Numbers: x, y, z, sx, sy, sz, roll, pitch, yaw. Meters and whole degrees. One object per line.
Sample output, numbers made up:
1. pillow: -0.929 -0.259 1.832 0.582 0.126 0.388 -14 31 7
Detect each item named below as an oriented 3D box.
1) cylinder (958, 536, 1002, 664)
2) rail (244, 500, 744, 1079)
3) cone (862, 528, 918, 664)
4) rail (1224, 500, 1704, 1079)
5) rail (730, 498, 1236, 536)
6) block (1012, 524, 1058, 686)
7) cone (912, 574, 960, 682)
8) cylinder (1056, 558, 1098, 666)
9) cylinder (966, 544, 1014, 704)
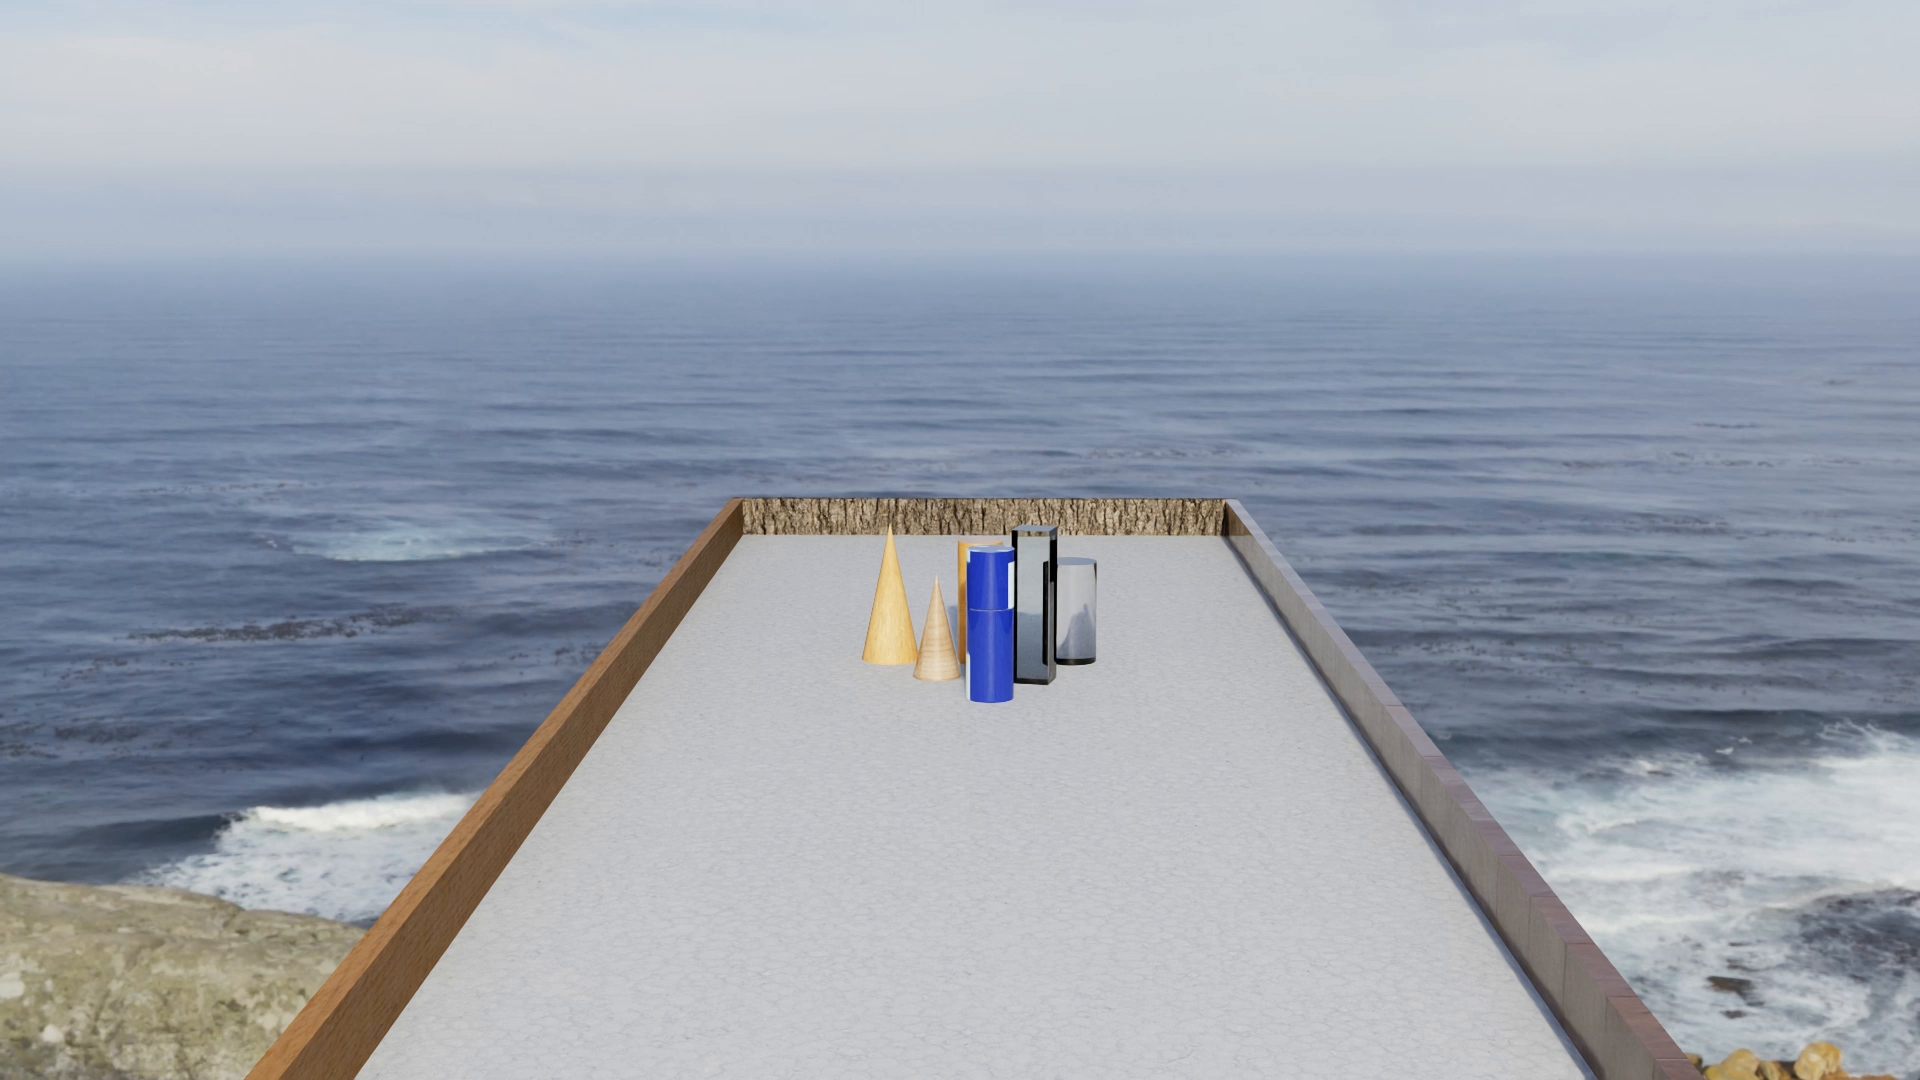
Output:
1. cylinder: 0.061 0.185 6.661 0.137 0.371 0.137 0 9 0
2. rail: -1.004 0.839 3.234 0.050 0.150 12.000 0 9 1
3. cone: -0.212 0.155 6.689 0.176 0.420 0.176 0 9 0
4. rail: 1.046 0.843 3.208 0.050 0.150 12.000 0 9 1
5. rail: 0.099 -0.098 9.147 2.100 0.150 0.050 0 9 1
6. block: 0.216 0.188 6.388 0.110 0.450 0.110 2 9 15
7. cone: -0.068 0.249 6.456 0.142 0.308 0.142 0 9 0
8. cylinder: 0.337 0.215 6.675 0.155 0.306 0.155 0 9 0
9. cylinder: 0.084 0.234 6.172 0.136 0.426 0.136 0 9 0
